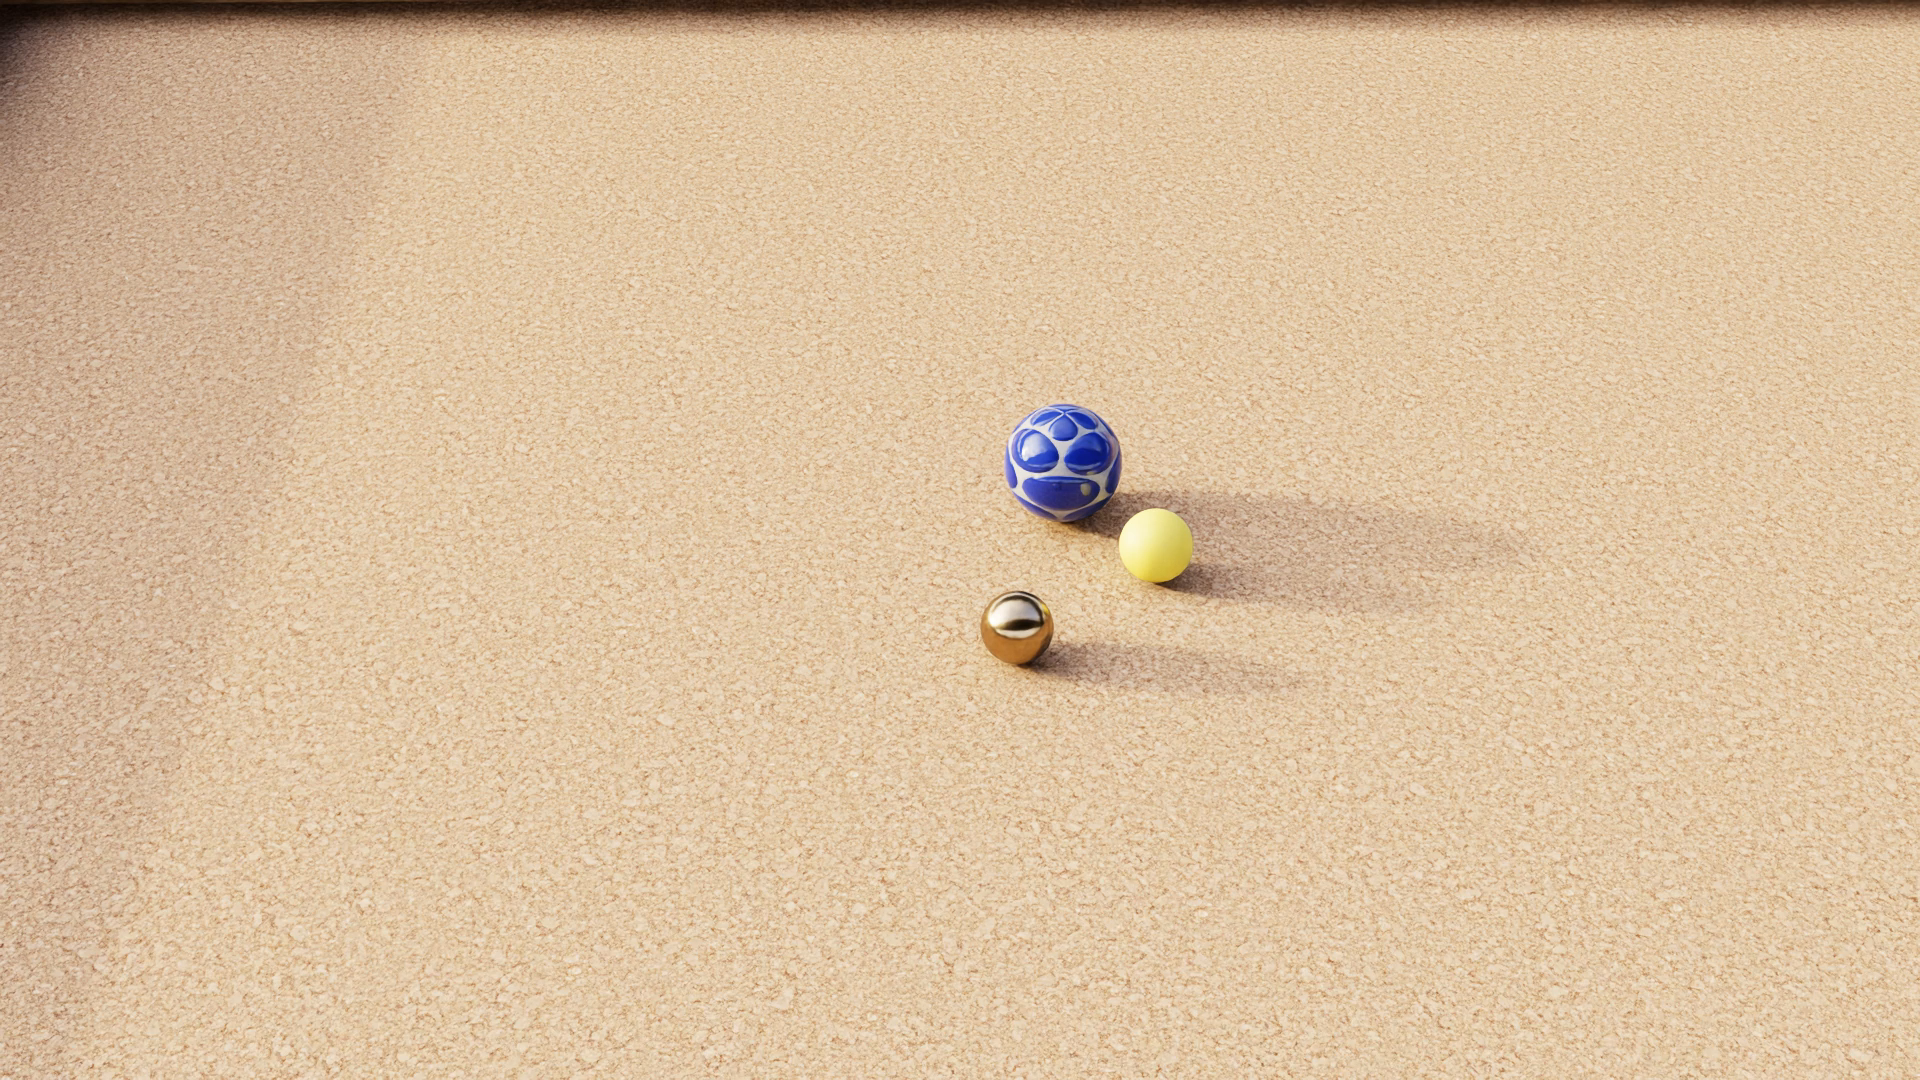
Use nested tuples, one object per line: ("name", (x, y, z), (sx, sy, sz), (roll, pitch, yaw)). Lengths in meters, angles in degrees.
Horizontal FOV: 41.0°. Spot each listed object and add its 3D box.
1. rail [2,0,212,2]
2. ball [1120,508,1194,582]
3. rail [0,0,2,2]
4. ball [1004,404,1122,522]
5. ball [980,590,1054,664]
("rail", (0.866, -0.544, 2.358), (3.520, 0.103, 0.045), (-1, 36, -1))
("ball", (0.127, 0.004, 1.659), (0.048, 0.048, 0.048), (0, 36, 0))
("rail", (-0.856, -0.011, 1.631), (0.045, 0.103, 1.797), (-1, 36, -1))
("ball", (0.069, -0.051, 1.707), (0.079, 0.079, 0.079), (0, 36, 0))
("ball", (0.035, 0.054, 1.592), (0.046, 0.046, 0.046), (0, 36, 0))
